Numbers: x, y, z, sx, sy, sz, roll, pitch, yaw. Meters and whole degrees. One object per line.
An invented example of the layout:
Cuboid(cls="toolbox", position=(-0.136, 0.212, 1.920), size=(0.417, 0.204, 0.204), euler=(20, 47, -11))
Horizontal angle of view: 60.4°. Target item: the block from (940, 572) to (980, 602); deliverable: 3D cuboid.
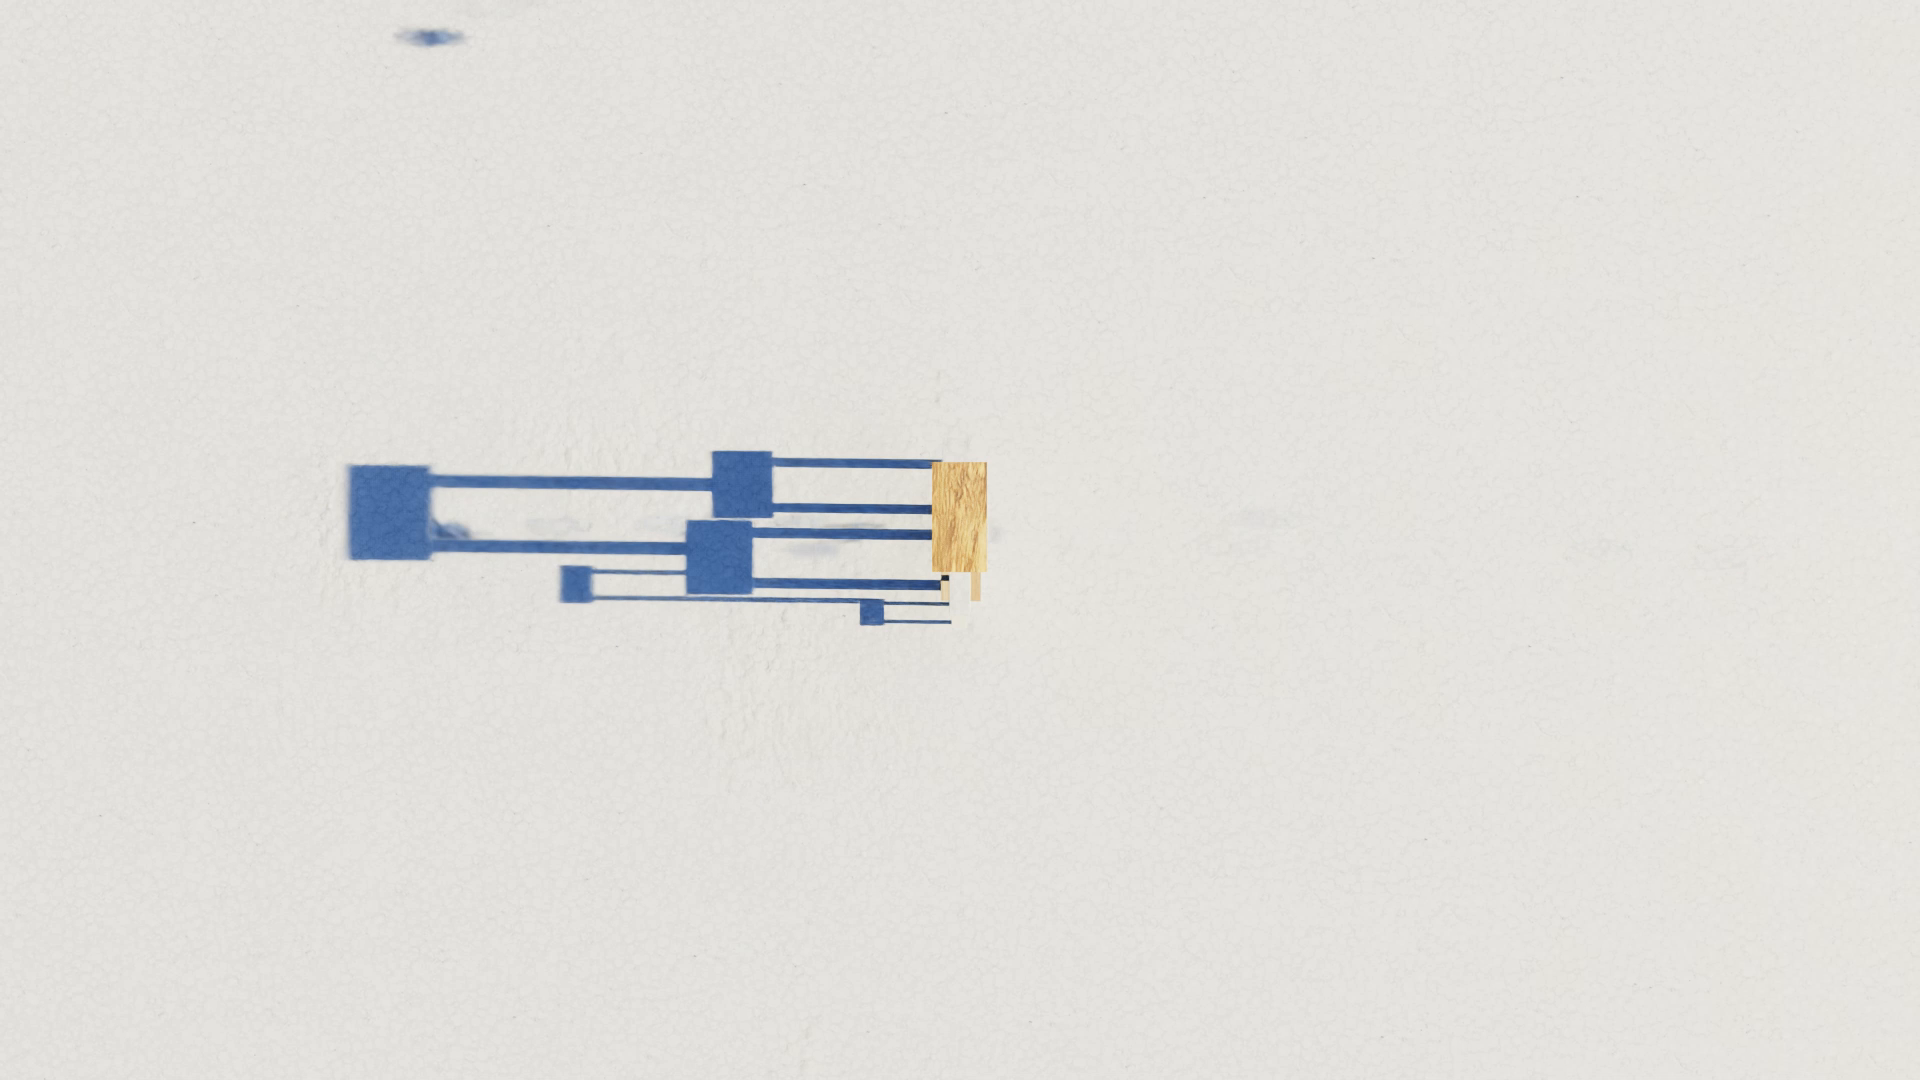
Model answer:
Cuboid(cls="block", position=(0.003, 0.068, 5.231), size=(0.126, 0.036, 0.251), euler=(0, 90, 0))

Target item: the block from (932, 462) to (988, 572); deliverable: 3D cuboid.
Cuboid(cls="block", position=(-0.002, -0.067, 4.867), size=(0.162, 0.046, 0.323), euler=(0, 90, 0))

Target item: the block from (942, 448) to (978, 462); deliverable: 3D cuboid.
Cuboid(cls="block", position=(0.001, -0.176, 5.257), size=(0.113, 0.032, 0.227), euler=(0, 90, 0))

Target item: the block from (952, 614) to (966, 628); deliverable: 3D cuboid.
Cuboid(cls="block", position=(-0.004, 0.244, 5.403), size=(0.045, 0.013, 0.091), euler=(0, 90, 0))

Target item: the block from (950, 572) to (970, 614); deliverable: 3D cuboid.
Cuboid(cls="block", position=(-0.001, 0.164, 5.075), size=(0.065, 0.018, 0.130), euler=(0, 90, 0))
